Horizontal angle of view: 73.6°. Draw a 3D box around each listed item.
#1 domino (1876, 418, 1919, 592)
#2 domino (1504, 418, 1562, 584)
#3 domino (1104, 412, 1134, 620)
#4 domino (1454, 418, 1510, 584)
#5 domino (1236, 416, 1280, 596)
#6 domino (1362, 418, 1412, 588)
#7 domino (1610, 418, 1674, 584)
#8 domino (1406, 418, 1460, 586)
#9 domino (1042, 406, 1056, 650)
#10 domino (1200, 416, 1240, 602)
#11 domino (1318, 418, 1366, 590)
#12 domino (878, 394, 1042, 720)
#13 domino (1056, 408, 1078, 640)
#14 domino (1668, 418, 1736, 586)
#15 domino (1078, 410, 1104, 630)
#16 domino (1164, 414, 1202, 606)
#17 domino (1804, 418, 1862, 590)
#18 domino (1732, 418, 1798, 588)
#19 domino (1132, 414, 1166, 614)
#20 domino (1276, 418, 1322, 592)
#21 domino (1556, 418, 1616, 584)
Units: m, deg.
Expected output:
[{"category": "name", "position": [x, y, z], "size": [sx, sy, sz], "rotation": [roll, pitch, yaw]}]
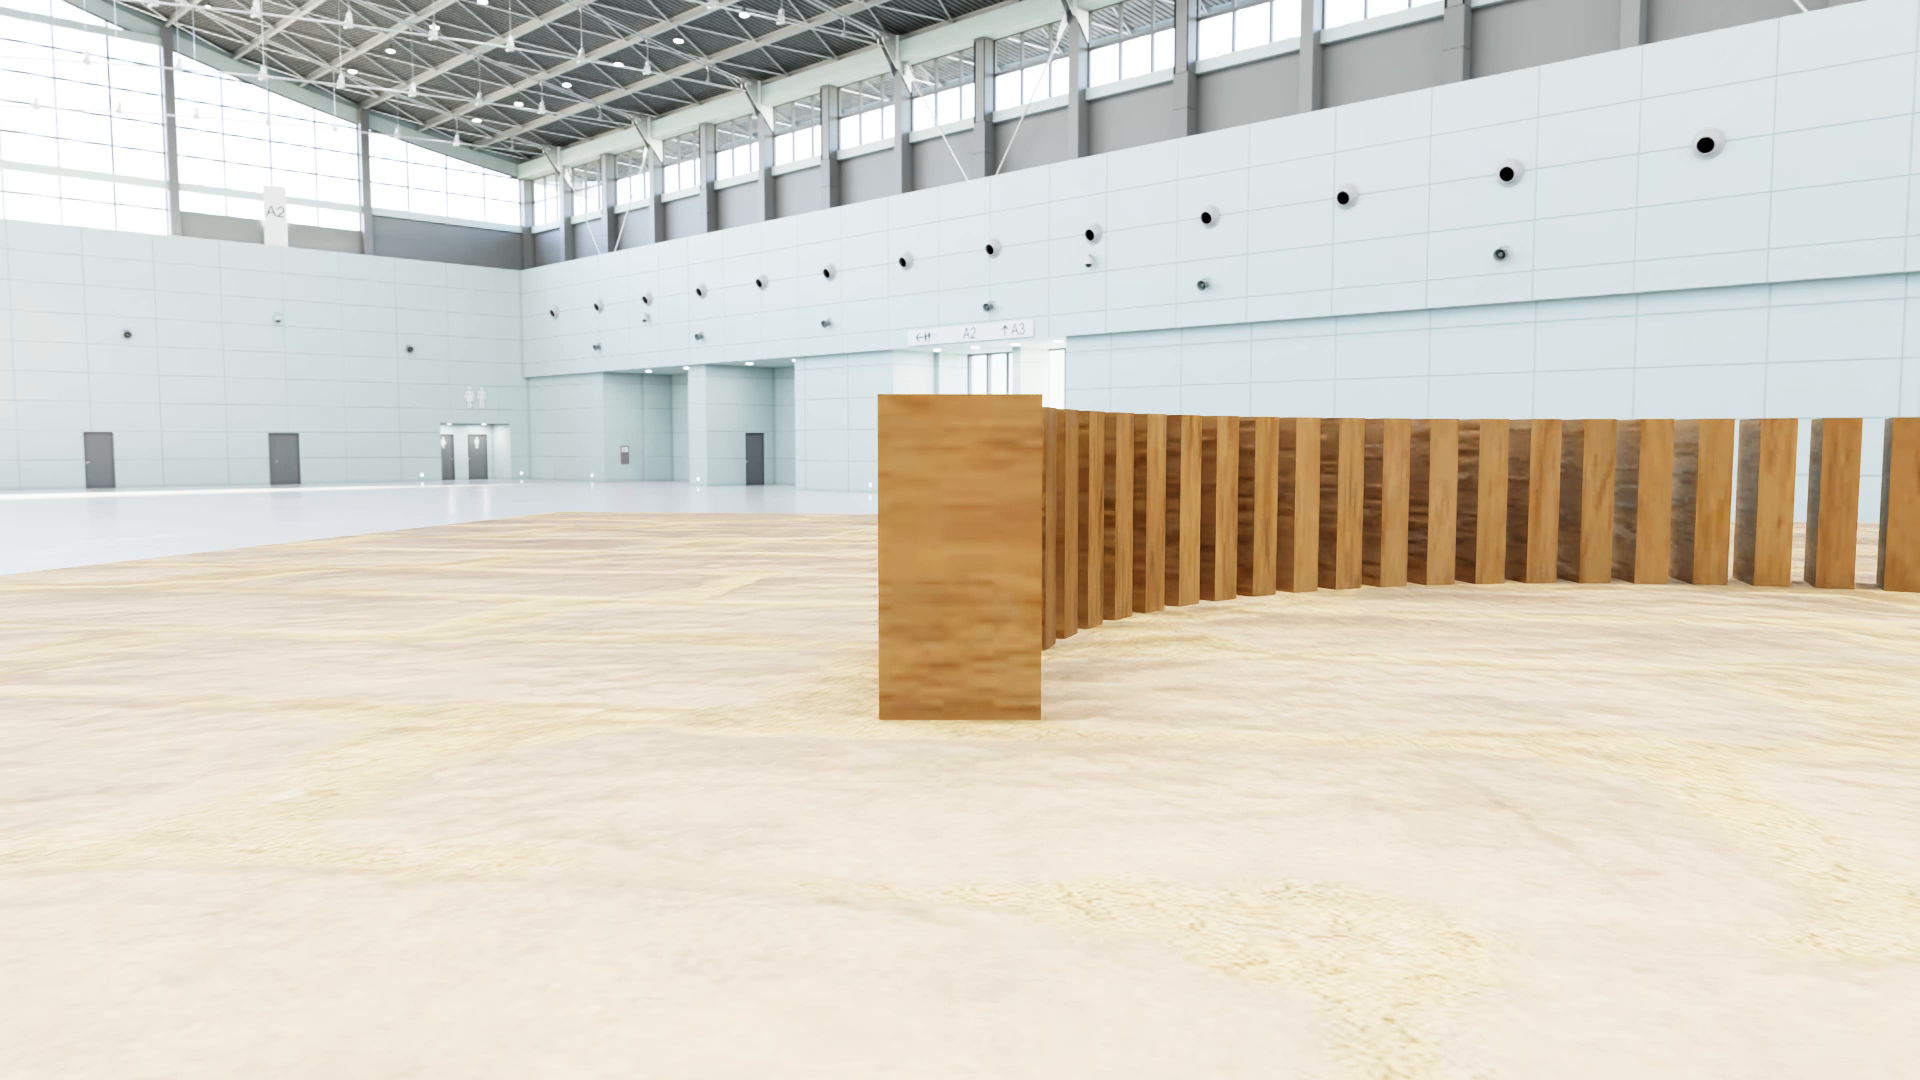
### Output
[{"category": "domino", "position": [0.278, -0.011, 0.378], "size": [0.010, 0.050, 0.025], "rotation": [3, 5, 31]}, {"category": "domino", "position": [0.177, -0.013, 0.402], "size": [0.010, 0.050, 0.025], "rotation": [0, 4, -3]}, {"category": "domino", "position": [0.029, -0.006, 0.318], "size": [0.025, 0.050, 0.009], "rotation": [3, 5, 33]}, {"category": "domino", "position": [0.159, -0.012, 0.401], "size": [0.009, 0.050, 0.025], "rotation": [-1, 4, -8]}, {"category": "domino", "position": [0.078, -0.010, 0.368], "size": [0.010, 0.050, 0.025], "rotation": [-3, 5, -35]}, {"category": "domino", "position": [0.125, -0.012, 0.392], "size": [0.010, 0.050, 0.025], "rotation": [-1, 5, -19]}, {"category": "domino", "position": [0.212, -0.013, 0.401], "size": [0.010, 0.050, 0.025], "rotation": [1, 4, 8]}, {"category": "domino", "position": [0.142, -0.012, 0.397], "size": [0.010, 0.050, 0.025], "rotation": [-1, 4, -14]}, {"category": "domino", "position": [0.007, -0.003, 0.270], "size": [0.025, 0.050, 0.009], "rotation": [1, 4, 17]}, {"category": "domino", "position": [0.064, -0.009, 0.357], "size": [0.009, 0.050, 0.025], "rotation": [-4, 6, -41]}, {"category": "domino", "position": [0.109, -0.011, 0.386], "size": [0.010, 0.050, 0.025], "rotation": [-2, 5, -25]}, {"category": "domino", "position": [0.000, 0.002, 0.201], "size": [0.025, 0.050, 0.009], "rotation": [0, 4, 0]}, {"category": "domino", "position": [0.013, -0.004, 0.287], "size": [0.025, 0.050, 0.009], "rotation": [2, 5, 22]}, {"category": "domino", "position": [0.229, -0.012, 0.398], "size": [0.009, 0.050, 0.025], "rotation": [1, 4, 13]}, {"category": "domino", "position": [0.021, -0.005, 0.303], "size": [0.025, 0.050, 0.009], "rotation": [2, 5, 28]}, {"category": "domino", "position": [0.051, -0.008, 0.345], "size": [0.025, 0.050, 0.009], "rotation": [4, 6, 44]}, {"category": "domino", "position": [0.263, -0.011, 0.386], "size": [0.009, 0.050, 0.025], "rotation": [2, 5, 26]}, {"category": "domino", "position": [0.246, -0.012, 0.393], "size": [0.009, 0.050, 0.025], "rotation": [1, 5, 18]}, {"category": "domino", "position": [0.040, -0.007, 0.332], "size": [0.025, 0.050, 0.009], "rotation": [3, 5, 39]}, {"category": "domino", "position": [0.093, -0.011, 0.378], "size": [0.009, 0.050, 0.025], "rotation": [-2, 5, -30]}, {"category": "domino", "position": [0.194, -0.013, 0.402], "size": [0.009, 0.050, 0.025], "rotation": [0, 4, 2]}]
